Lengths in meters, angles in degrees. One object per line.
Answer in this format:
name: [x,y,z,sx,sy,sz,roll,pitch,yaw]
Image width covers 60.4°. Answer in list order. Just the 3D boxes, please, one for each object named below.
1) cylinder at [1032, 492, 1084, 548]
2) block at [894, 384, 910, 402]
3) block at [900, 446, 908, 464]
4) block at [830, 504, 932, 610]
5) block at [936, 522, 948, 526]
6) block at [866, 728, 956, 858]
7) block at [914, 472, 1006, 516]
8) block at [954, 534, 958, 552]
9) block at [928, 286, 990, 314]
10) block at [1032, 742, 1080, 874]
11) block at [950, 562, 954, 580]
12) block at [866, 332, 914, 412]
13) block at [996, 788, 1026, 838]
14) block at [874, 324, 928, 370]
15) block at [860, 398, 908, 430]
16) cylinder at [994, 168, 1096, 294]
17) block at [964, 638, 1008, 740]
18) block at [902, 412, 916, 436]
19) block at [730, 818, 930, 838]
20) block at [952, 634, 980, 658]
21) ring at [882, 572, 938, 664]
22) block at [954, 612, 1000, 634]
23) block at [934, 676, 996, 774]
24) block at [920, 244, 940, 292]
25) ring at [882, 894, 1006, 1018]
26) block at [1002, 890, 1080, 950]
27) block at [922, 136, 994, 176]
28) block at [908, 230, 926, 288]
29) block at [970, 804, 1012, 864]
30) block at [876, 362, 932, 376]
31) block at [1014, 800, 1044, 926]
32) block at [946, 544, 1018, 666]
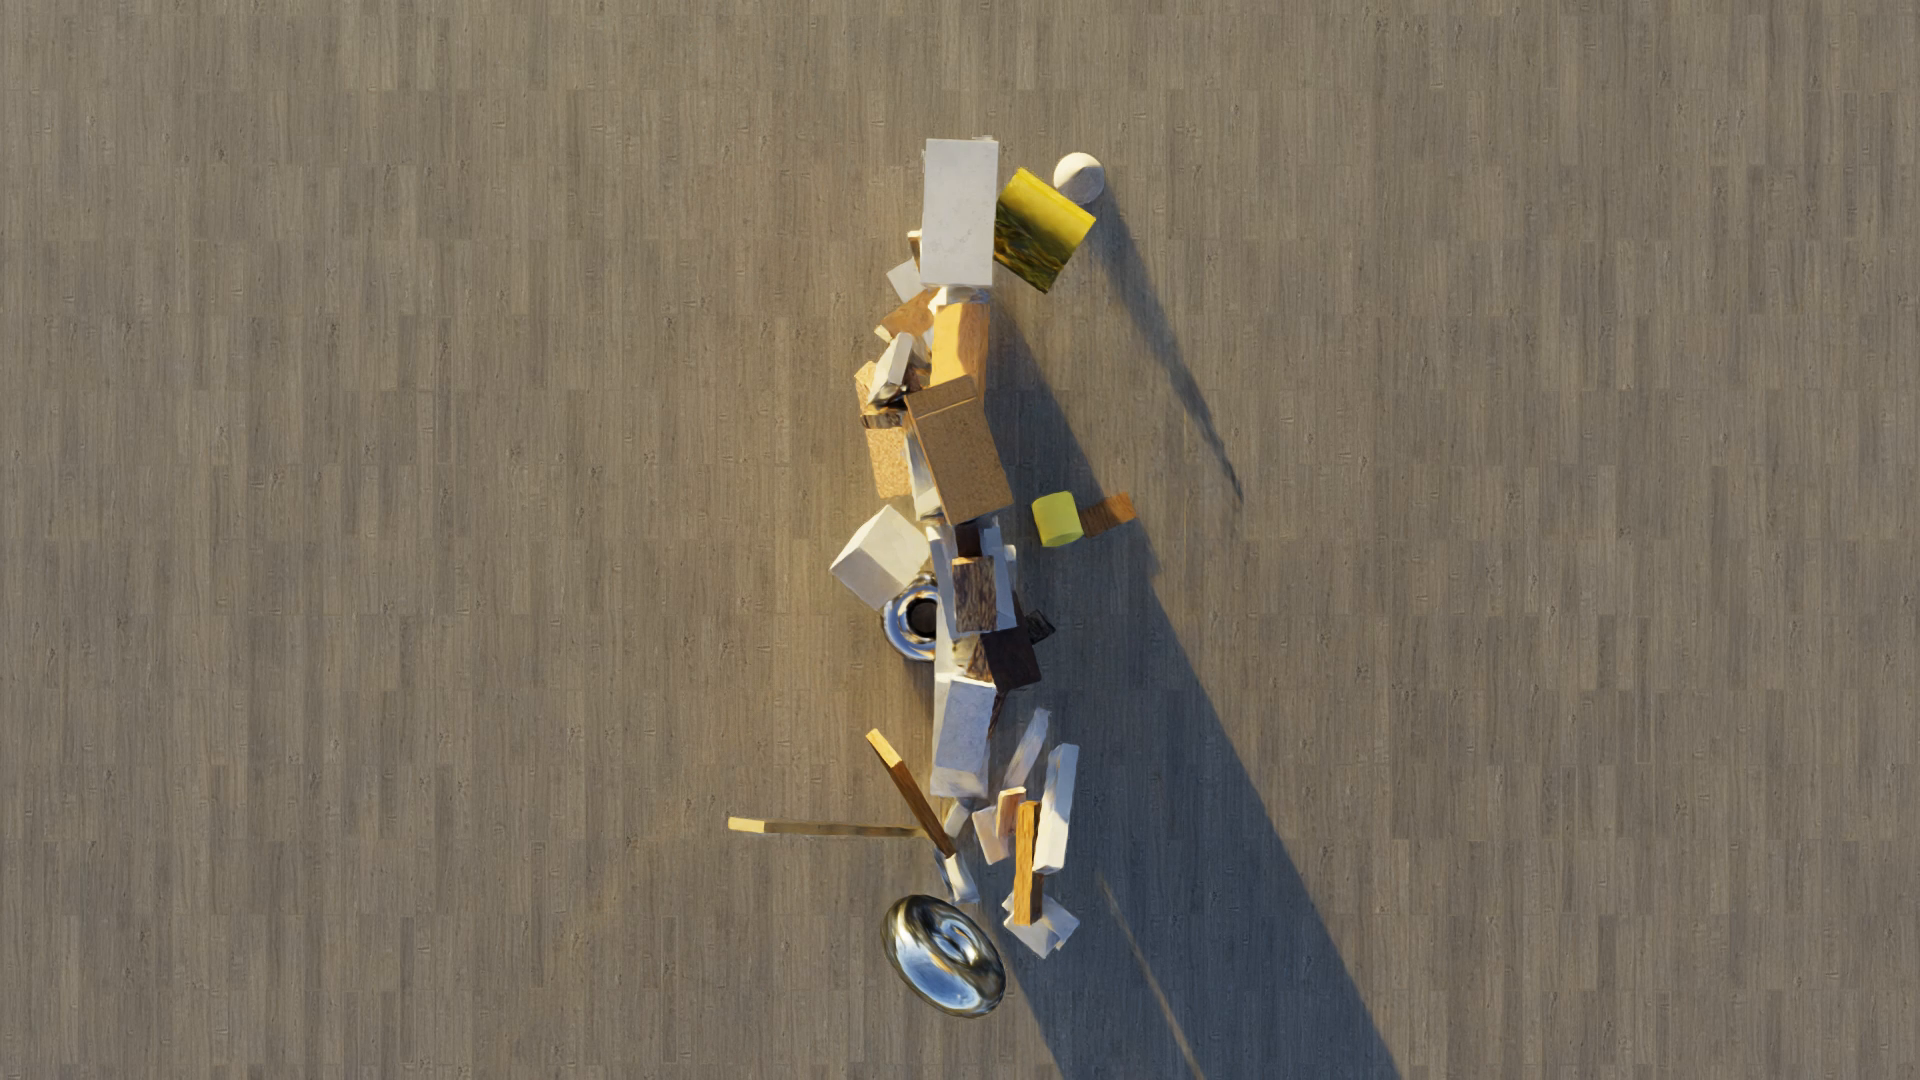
cylinder: [0.319,-0.067,5.414,0.141,0.141,0.141,-14,74,0]
block: [-0.170,-0.395,4.471,0.062,0.123,0.017,-24,102,4]
block: [-0.060,-0.180,4.357,0.140,0.280,0.040,22,103,-21]
block: [-0.251,0.058,5.325,0.205,0.205,0.205,42,51,-10]
block: [0.005,-0.025,4.304,0.177,0.354,0.050,-11,91,-1]
block: [-0.132,0.734,4.705,0.035,0.704,0.123,-37,58,-10]
block: [0.000,-0.110,4.013,0.158,0.316,0.045,-10,86,-14]
block: [0.015,-0.005,4.006,0.056,0.113,0.016,-9,65,-3]
block: [-0.005,-0.605,4.185,0.037,0.263,0.131,35,100,-21]
block: [0.240,0.674,4.130,0.043,0.152,0.305,12,71,-7]
block: [0.032,0.088,4.050,0.099,0.197,0.028,-11,73,-2]
block: [-0.181,-0.428,4.220,0.037,0.342,0.131,16,80,-10]
block: [0.135,0.726,4.390,0.071,0.020,0.141,-7,121,-20]
block: [-0.158,-0.522,4.470,0.090,0.180,0.026,41,95,23]
block: [-0.134,-0.341,4.352,0.140,0.280,0.040,-29,107,-30]
cylinder: [0.202,-0.847,4.523,0.247,0.247,0.247,34,90,-2]
block: [0.065,0.398,4.403,0.123,0.035,0.246,19,103,0]
block: [-0.049,-0.287,3.980,0.158,0.316,0.045,0,88,-7]
block: [-0.261,0.840,4.780,0.095,1.523,0.027,4,81,21]
block: [0.065,0.243,4.478,0.123,0.246,0.035,0,56,-14]
ring: [-0.110,0.256,5.449,0.305,0.102,0.305,0,92,3]
block: [0.044,0.201,4.126,0.099,0.197,0.028,-9,80,3]
block: [0.015,0.493,4.391,0.123,0.035,0.247,11,104,2]
block: [-0.012,-0.749,4.161,0.172,0.344,0.049,-25,118,14]
ring: [-0.044,1.140,4.526,0.397,0.397,0.132,39,105,0]
block: [0.219,1.004,4.436,0.191,0.027,0.095,38,87,1]
block: [0.001,-0.913,4.744,0.172,1.511,0.049,-12,88,0]
block: [-0.078,-0.763,4.452,0.086,0.171,0.024,-10,46,7]
block: [0.086,0.790,4.427,0.071,0.020,0.141,-19,89,-21]
block: [-0.142,-0.478,4.587,0.062,0.320,0.017,-14,86,33]
block: [0.182,0.837,4.286,0.043,0.152,0.304,1,85,15]
block: [0.053,0.185,4.465,0.177,0.516,0.050,-6,57,-5]
